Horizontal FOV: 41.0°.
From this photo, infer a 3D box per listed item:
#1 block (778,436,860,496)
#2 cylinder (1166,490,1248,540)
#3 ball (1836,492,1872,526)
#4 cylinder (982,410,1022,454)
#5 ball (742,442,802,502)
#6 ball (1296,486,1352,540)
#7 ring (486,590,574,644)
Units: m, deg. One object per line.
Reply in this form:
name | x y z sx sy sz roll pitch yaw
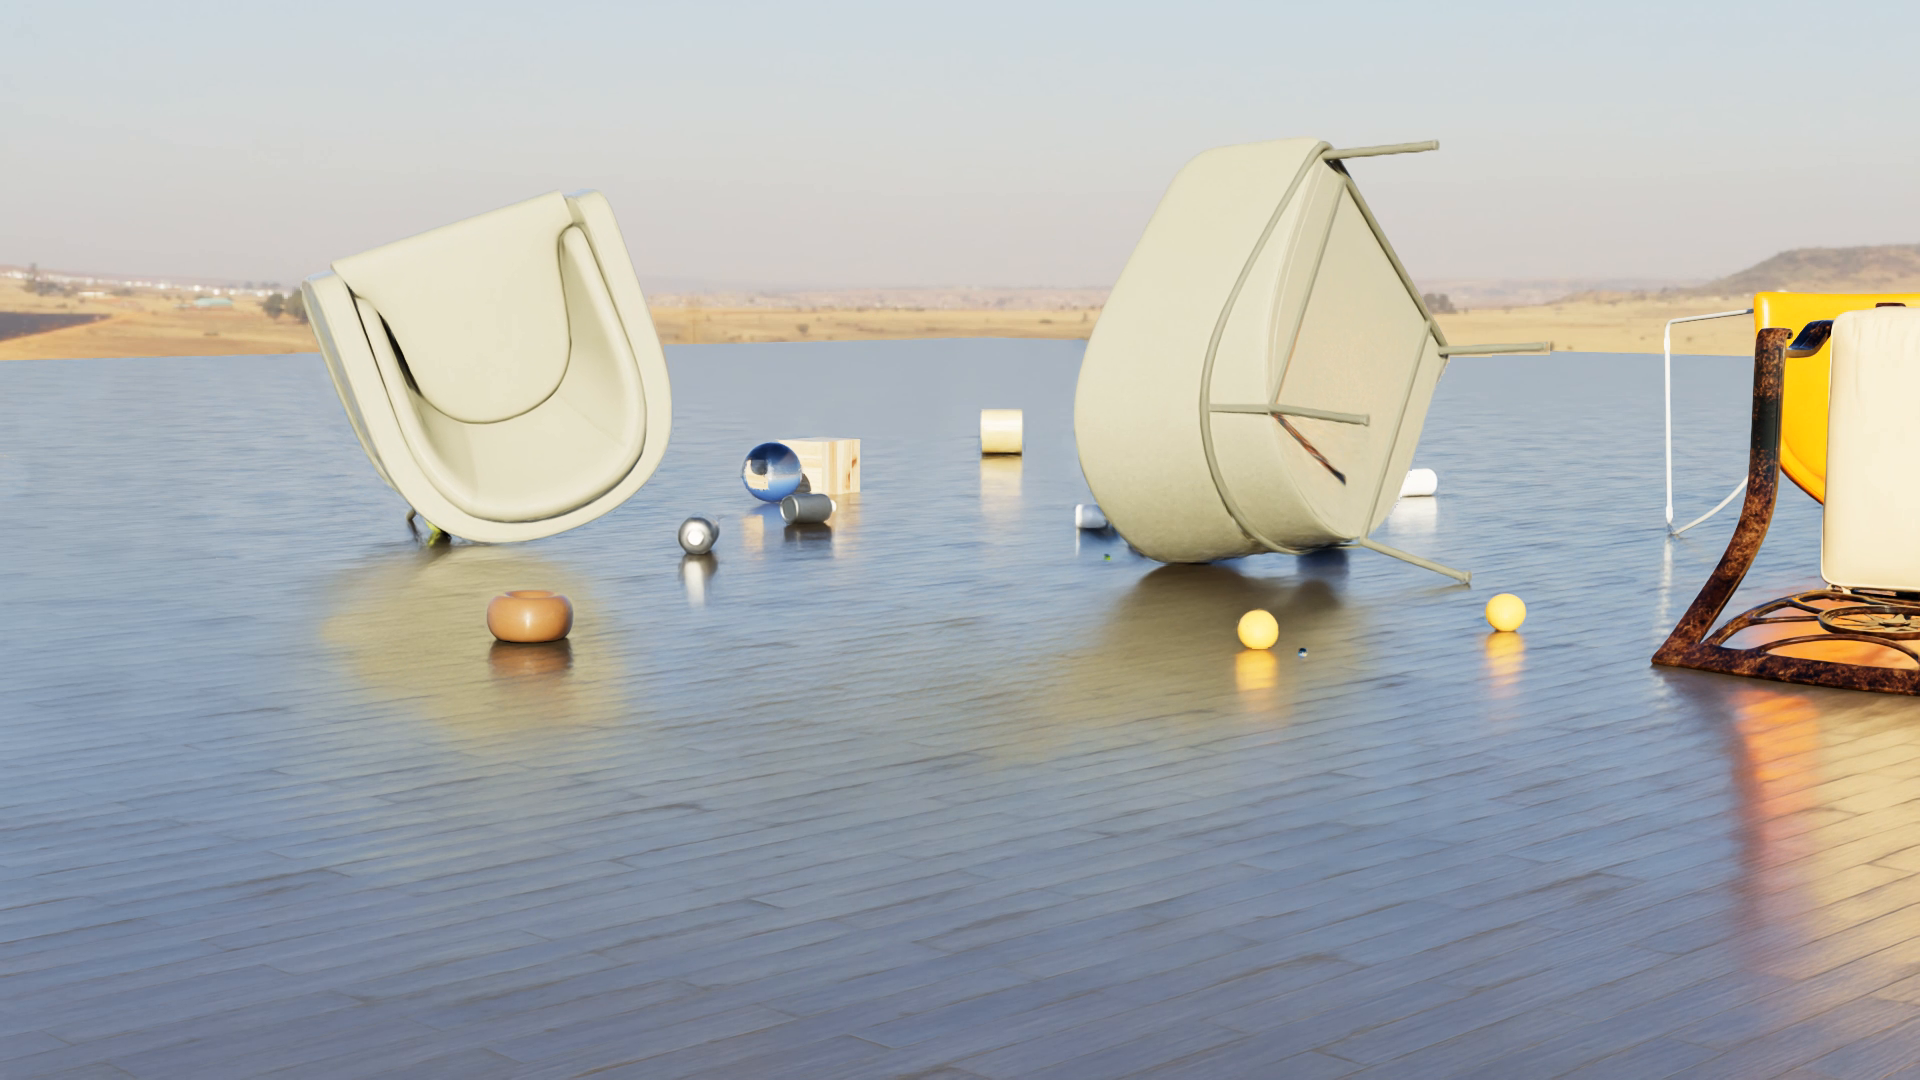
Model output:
block | -0.428 -0.225 7.811 0.165 0.161 0.190 4 7 34
cylinder | 0.623 -0.063 6.478 0.192 0.123 0.091 -5 -31 -42
ball | 2.356 -0.082 6.764 0.092 0.092 0.092 0 6 0
cylinder | 0.156 -0.398 9.487 0.148 0.180 0.128 0 44 2
ball | -0.547 -0.197 7.462 0.177 0.177 0.177 0 6 0
ball | 0.907 -0.065 6.390 0.134 0.134 0.134 0 6 0
ring | -0.784 0.139 4.677 0.157 0.082 0.213 0 5 -12
